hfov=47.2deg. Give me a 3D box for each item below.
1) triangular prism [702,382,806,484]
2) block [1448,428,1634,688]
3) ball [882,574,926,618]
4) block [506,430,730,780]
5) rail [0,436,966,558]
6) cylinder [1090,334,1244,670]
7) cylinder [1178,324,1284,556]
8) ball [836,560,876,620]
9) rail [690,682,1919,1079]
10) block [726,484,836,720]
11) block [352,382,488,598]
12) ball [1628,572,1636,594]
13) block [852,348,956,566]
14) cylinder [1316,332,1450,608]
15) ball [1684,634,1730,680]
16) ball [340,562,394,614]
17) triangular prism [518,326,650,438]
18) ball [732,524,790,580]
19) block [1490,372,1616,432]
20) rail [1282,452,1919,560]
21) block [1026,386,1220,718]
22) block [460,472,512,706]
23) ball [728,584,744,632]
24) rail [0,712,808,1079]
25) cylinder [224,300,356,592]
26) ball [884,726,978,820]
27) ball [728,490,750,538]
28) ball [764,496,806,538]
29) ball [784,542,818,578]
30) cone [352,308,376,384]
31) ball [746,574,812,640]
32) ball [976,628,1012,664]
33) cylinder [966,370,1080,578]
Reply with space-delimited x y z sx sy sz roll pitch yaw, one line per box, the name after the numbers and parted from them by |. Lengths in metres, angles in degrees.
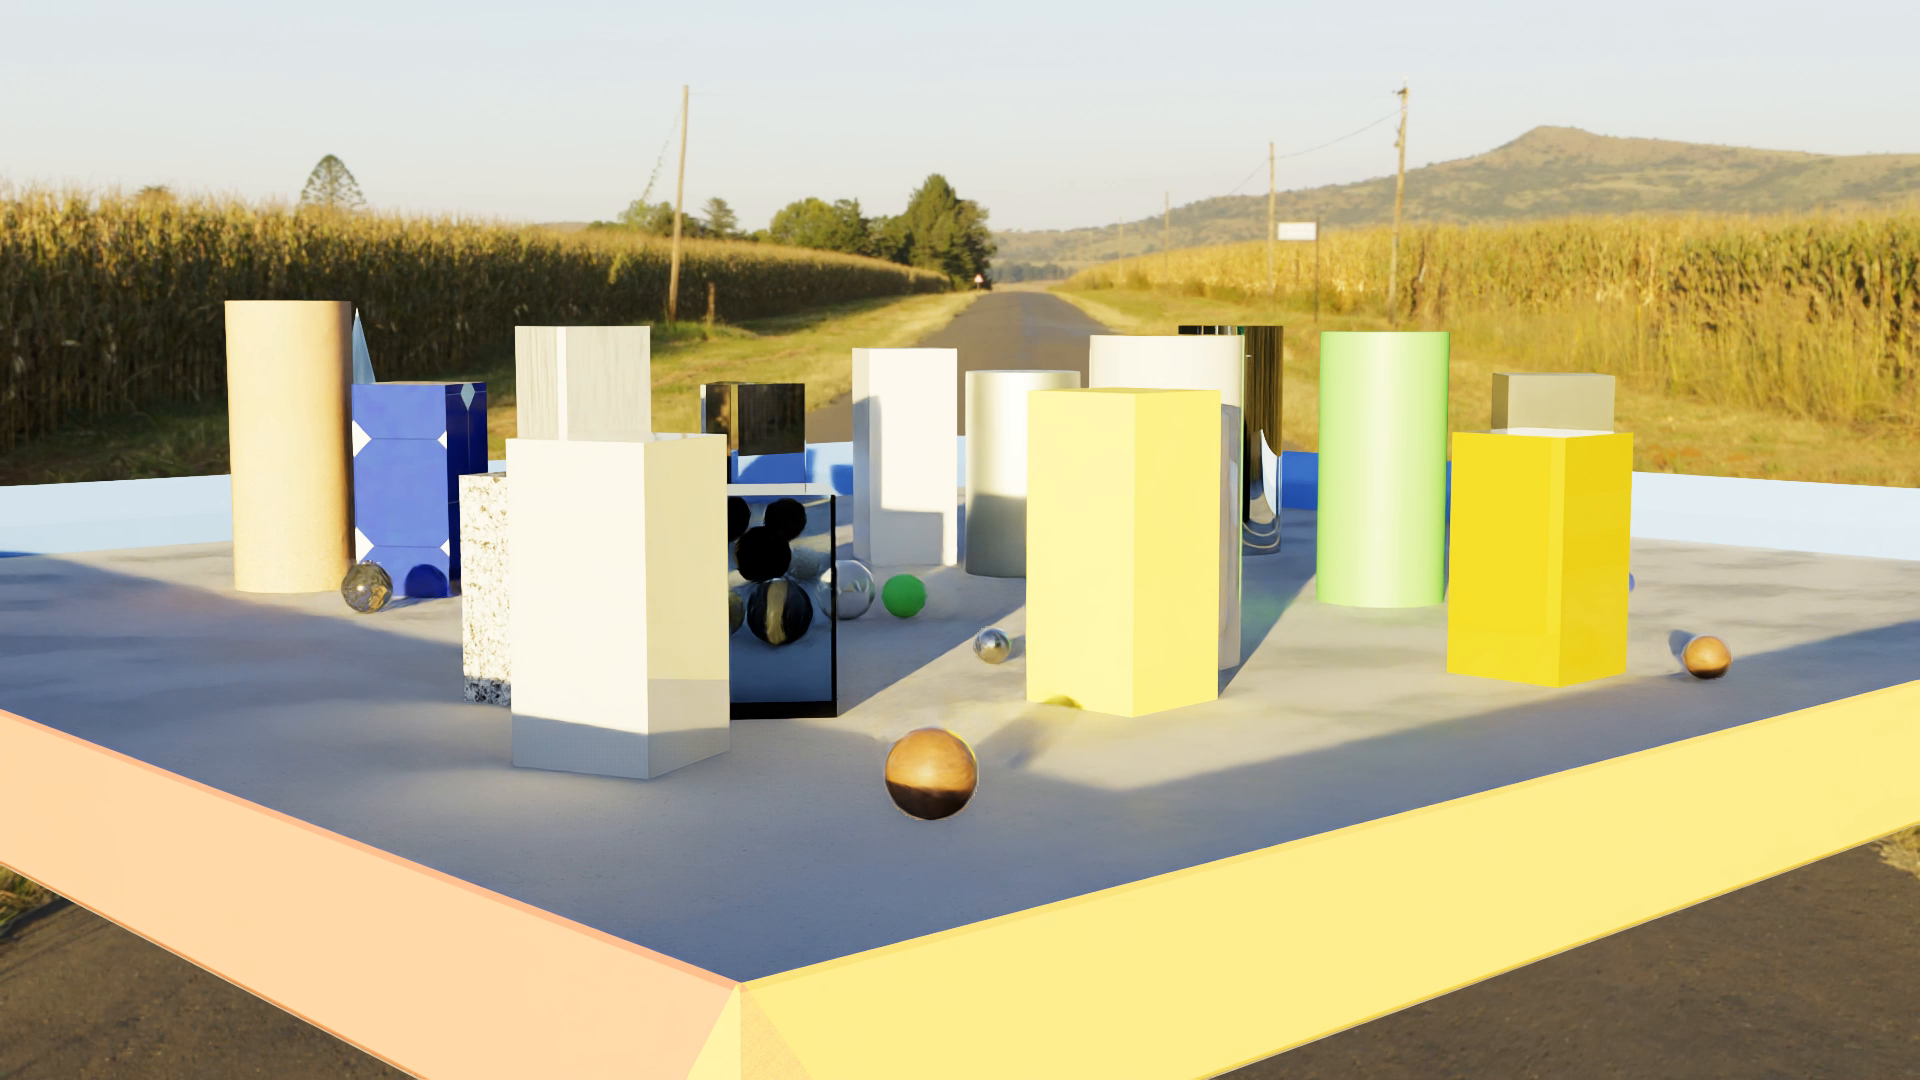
-0.345 -0.080 3.432 0.167 0.331 0.145 -3 7 -26 | triangular prism
0.708 0.016 2.688 0.155 0.295 0.155 -6 8 -44 | block
-0.081 0.081 3.179 0.064 0.064 0.064 0 6 0 | ball
-0.335 0.058 2.174 0.155 0.320 0.155 3 7 24 | block
-1.084 -0.090 4.501 3.276 0.126 0.045 -6 8 -42 | rail
0.259 -0.052 2.774 0.193 0.412 0.193 0 6 0 | cylinder
0.497 -0.187 4.053 0.193 0.415 0.193 0 6 0 | cylinder
-0.164 0.071 3.156 0.088 0.088 0.088 0 6 0 | ball
1.084 0.155 2.164 3.276 0.126 0.045 -6 8 -42 | rail
-0.220 0.065 2.459 0.155 0.245 0.155 -1 6 -6 | block
-0.848 -0.083 3.472 0.155 0.328 0.155 1 6 11 | block
1.019 0.065 3.402 0.048 0.048 0.048 0 6 0 | ball
-0.099 -0.151 3.897 0.155 0.375 0.155 -1 6 -14 | block
0.646 -0.113 3.366 0.193 0.410 0.193 0 6 0 | cylinder
0.901 0.141 2.652 0.054 0.054 0.054 0 6 0 | ball
-0.871 0.070 3.230 0.074 0.074 0.074 0 6 0 | ball
-0.500 -0.057 2.778 0.145 0.423 0.167 4 7 31 | triangular prism
-0.327 0.019 3.621 0.094 0.094 0.094 0 6 0 | ball
0.898 -0.079 3.353 0.155 0.346 0.155 0 6 5 | block
1.186 -0.082 4.421 0.045 0.126 3.245 -6 8 -42 | rail
0.185 0.007 2.496 0.155 0.353 0.155 6 8 43 | block
-0.460 0.052 2.524 0.155 0.258 0.155 3 7 30 | block
-0.332 0.093 3.025 0.072 0.072 0.072 0 6 0 | ball
-1.186 0.147 2.243 0.045 0.126 3.245 -6 8 -42 | rail
-1.072 -0.154 3.533 0.193 0.457 0.193 0 6 0 | cylinder
-0.025 0.204 1.924 0.082 0.082 0.082 0 6 0 | ball
-0.458 -0.052 4.294 0.095 0.095 0.095 0 6 0 | ball
-0.342 -0.046 4.297 0.083 0.083 0.083 0 6 0 | ball
-0.264 0.033 3.664 0.058 0.058 0.058 0 6 0 | ball
-1.040 -0.179 3.818 0.193 0.447 0.193 0 6 0 | cone
-0.246 0.090 2.971 0.089 0.089 0.089 0 6 0 | ball
0.042 0.133 2.767 0.046 0.046 0.046 0 6 0 | ball
0.106 -0.115 3.725 0.193 0.340 0.193 0 6 0 | cylinder
